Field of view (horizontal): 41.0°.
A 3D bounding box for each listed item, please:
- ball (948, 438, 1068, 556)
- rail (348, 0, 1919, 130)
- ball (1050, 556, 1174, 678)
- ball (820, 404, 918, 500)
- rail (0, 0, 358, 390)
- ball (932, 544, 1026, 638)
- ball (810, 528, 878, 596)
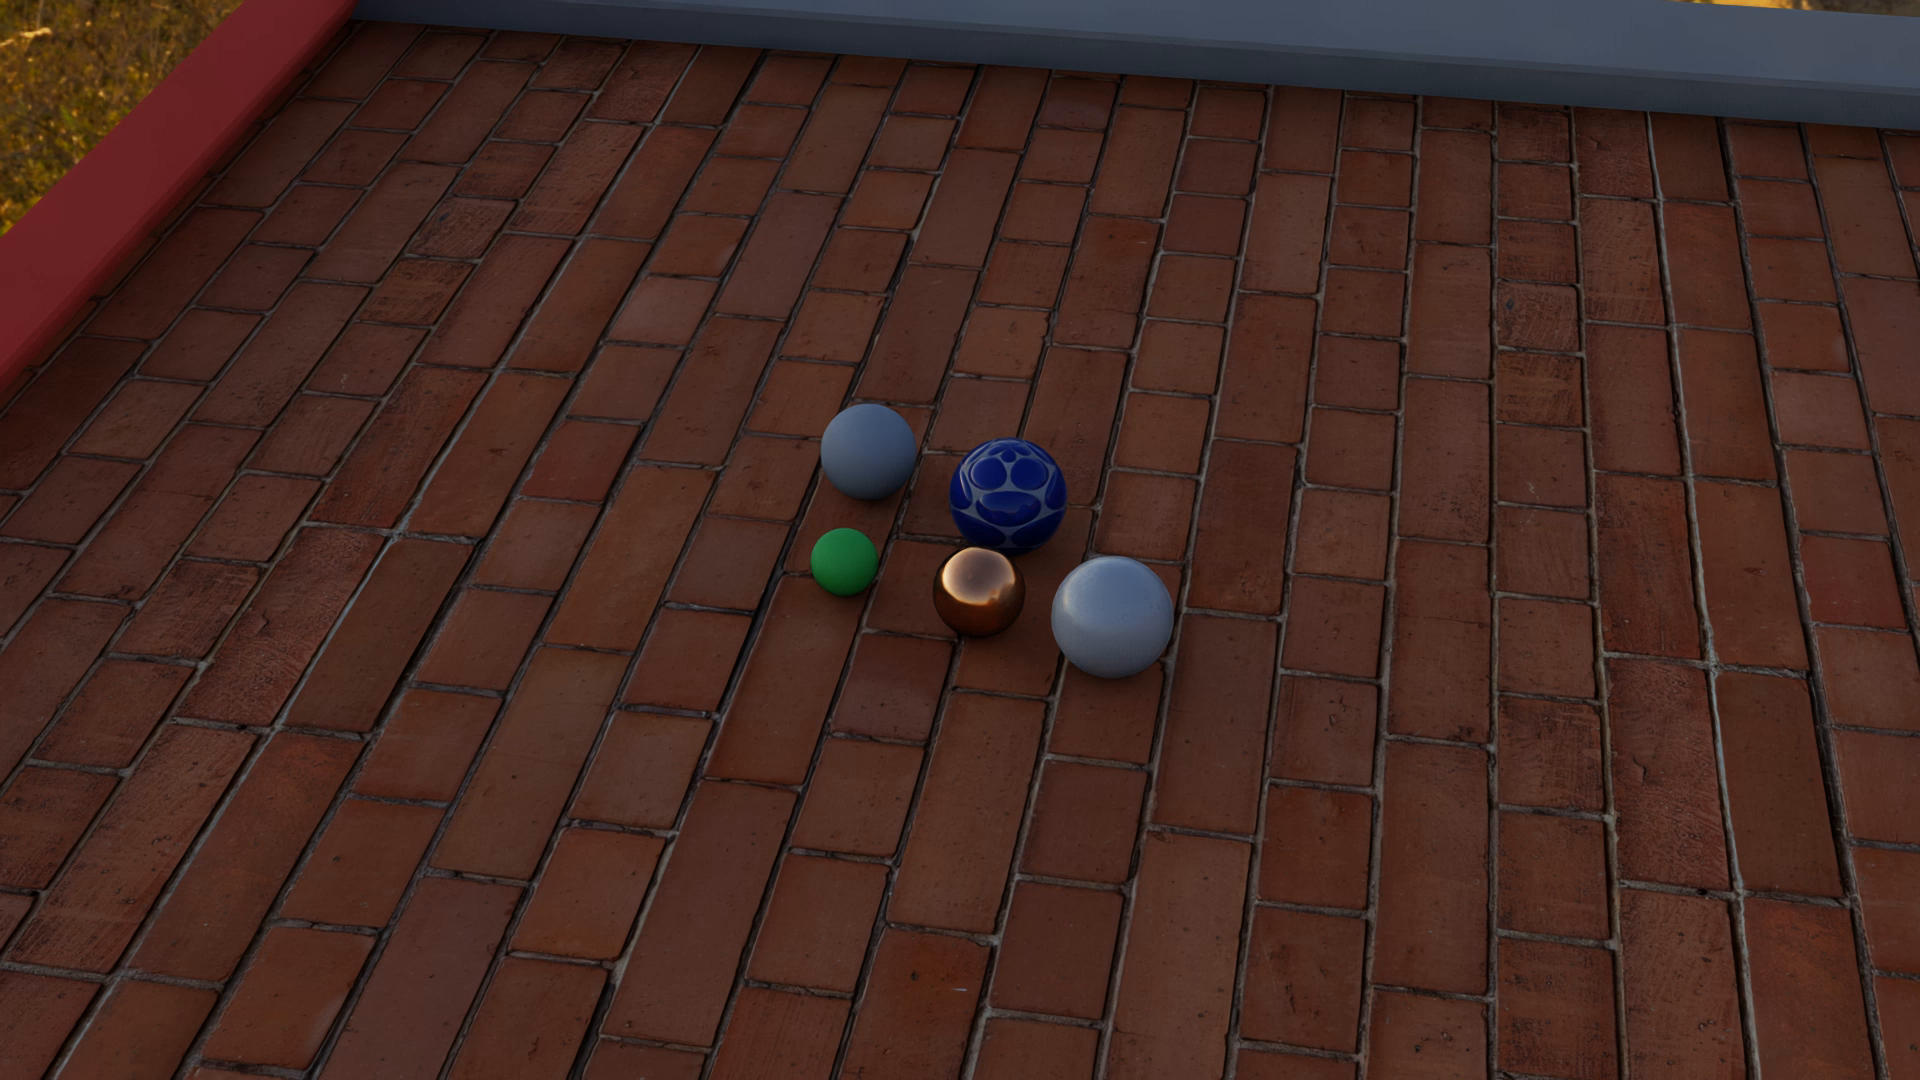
[{"bbox_3d":[0.037,-0.033,1.962,0.091,0.091,0.091,0,34,0],"label":"ball"},{"bbox_3d":[0.996,-0.450,2.546,3.405,0.119,0.045,6,35,8],"label":"rail"},{"bbox_3d":[0.109,0.055,1.836,0.088,0.088,0.088,0,34,0],"label":"ball"},{"bbox_3d":[-0.072,-0.070,2.029,0.077,0.077,0.077,0,34,0],"label":"ball"},{"bbox_3d":[-0.815,-0.098,2.032,0.045,0.119,1.893,6,35,8],"label":"rail"},{"bbox_3d":[0.014,0.038,1.879,0.069,0.069,0.069,0,34,0],"label":"ball"},{"bbox_3d":[-0.087,0.017,1.925,0.051,0.051,0.051,0,34,0],"label":"ball"}]
